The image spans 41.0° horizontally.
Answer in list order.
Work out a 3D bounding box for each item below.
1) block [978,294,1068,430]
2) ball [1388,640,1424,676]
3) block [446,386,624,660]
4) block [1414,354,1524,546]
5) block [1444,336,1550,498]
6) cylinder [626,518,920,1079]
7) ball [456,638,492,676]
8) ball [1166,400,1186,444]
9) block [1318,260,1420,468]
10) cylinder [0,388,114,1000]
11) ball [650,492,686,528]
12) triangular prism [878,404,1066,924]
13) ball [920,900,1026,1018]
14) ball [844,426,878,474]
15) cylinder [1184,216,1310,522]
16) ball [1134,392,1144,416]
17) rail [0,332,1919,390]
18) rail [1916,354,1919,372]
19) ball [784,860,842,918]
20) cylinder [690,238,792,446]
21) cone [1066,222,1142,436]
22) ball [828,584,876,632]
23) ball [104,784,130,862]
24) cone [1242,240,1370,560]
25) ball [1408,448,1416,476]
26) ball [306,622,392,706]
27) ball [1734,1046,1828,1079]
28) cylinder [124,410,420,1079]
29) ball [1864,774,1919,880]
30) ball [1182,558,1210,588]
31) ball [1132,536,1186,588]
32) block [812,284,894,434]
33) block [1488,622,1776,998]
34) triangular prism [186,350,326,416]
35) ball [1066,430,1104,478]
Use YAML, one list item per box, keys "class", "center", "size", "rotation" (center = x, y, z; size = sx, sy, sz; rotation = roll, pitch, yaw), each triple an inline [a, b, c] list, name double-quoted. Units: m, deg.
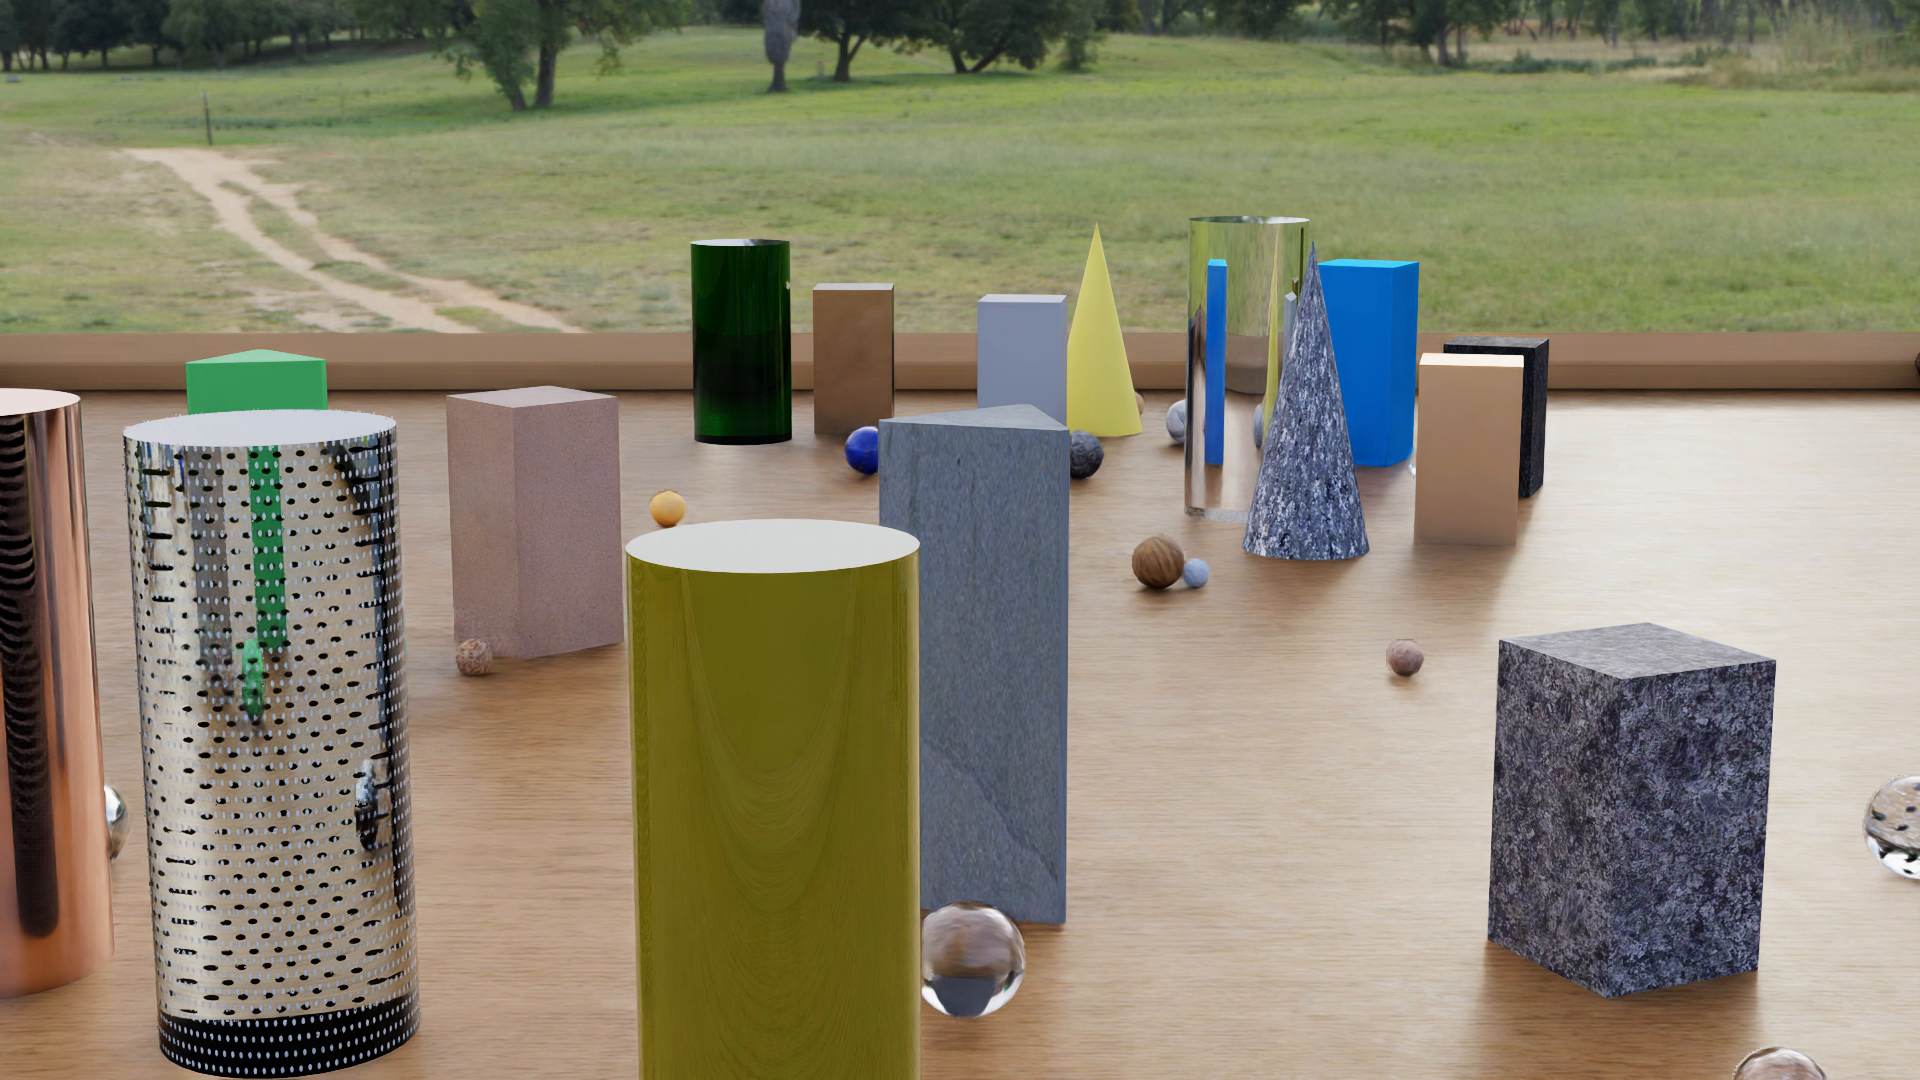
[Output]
- class: "block"
  center: [0.119, -0.313, 4.861]
  size: [0.155, 0.290, 0.155]
  rotation: [1, 11, 7]
- class: "ball"
  center: [0.537, 0.142, 3.090]
  size: [0.043, 0.043, 0.043]
  rotation: [0, 11, 0]
- class: "block"
  center: [-0.538, -0.026, 3.251]
  size: [0.155, 0.314, 0.155]
  rotation: [-9, 14, -41]
- class: "block"
  center: [0.792, -0.143, 3.991]
  size: [0.155, 0.275, 0.155]
  rotation: [2, 11, 12]
- class: "block"
  center: [0.923, -0.216, 4.433]
  size: [0.155, 0.256, 0.155]
  rotation: [4, 11, 21]
- class: "cylinder"
  center: [-0.123, 0.207, 1.725]
  size: [0.193, 0.414, 0.193]
  rotation: [0, 11, 0]
- class: "ball"
  center: [-0.586, 0.141, 3.092]
  size: [0.044, 0.044, 0.044]
  rotation: [0, 11, 0]
- class: "ball"
  center: [0.441, -0.229, 4.967]
  size: [0.087, 0.087, 0.087]
  rotation: [0, 11, 0]
- class: "block"
  center: [0.747, -0.331, 4.758]
  size: [0.155, 0.364, 0.155]
  rotation: [5, 12, 27]
- class: "cylinder"
  center: [-0.796, 0.119, 2.066]
  size: [0.193, 0.462, 0.193]
  rotation: [0, 11, 0]
- class: "ball"
  center: [-0.464, -0.049, 4.079]
  size: [0.057, 0.057, 0.057]
  rotation: [0, 11, 0]
- class: "triangular prism"
  center: [0.034, 0.101, 2.257]
  size: [0.167, 0.427, 0.145]
  rotation: [4, 11, 20]
- class: "ball"
  center: [0.006, 0.324, 1.982]
  size: [0.091, 0.091, 0.091]
  rotation: [0, 11, 0]
- class: "ball"
  center: [-0.164, -0.161, 4.602]
  size: [0.086, 0.086, 0.086]
  rotation: [0, 11, 0]
- class: "cylinder"
  center: [0.464, -0.280, 4.169]
  size: [0.193, 0.478, 0.193]
  rotation: [0, 11, 0]
- class: "ball"
  center: [0.349, -0.276, 5.283]
  size: [0.064, 0.064, 0.064]
  rotation: [0, 11, 0]
- class: "rail"
  center: [-0.014, -0.401, 5.781]
  size: [4.416, 0.125, 0.045]
  rotation: [0, 11, 0]
- class: "rail"
  center: [2.184, 0.030, 3.461]
  size: [0.045, 0.125, 4.792]
  rotation: [0, 11, 0]
- class: "ball"
  center: [-0.127, 0.301, 2.214]
  size: [0.050, 0.050, 0.050]
  rotation: [0, 11, 0]
- class: "cylinder"
  center: [-0.427, -0.389, 5.015]
  size: [0.193, 0.384, 0.193]
  rotation: [0, 11, 0]
- class: "cone"
  center: [0.271, -0.427, 5.127]
  size: [0.193, 0.417, 0.193]
  rotation: [0, 11, 0]
- class: "ball"
  center: [-0.140, 0.089, 3.323]
  size: [0.062, 0.062, 0.062]
  rotation: [0, 11, 0]
- class: "ball"
  center: [-0.802, 0.260, 2.338]
  size: [0.086, 0.086, 0.086]
  rotation: [0, 11, 0]
- class: "cone"
  center: [0.526, -0.219, 3.865]
  size: [0.193, 0.469, 0.193]
  rotation: [0, 11, 0]
- class: "ball"
  center: [0.825, -0.137, 4.536]
  size: [0.063, 0.063, 0.063]
  rotation: [0, 11, 0]
- class: "ball"
  center: [-0.701, 0.142, 2.945]
  size: [0.097, 0.097, 0.097]
  rotation: [0, 11, 0]
- class: "ball"
  center: [0.561, 0.379, 1.751]
  size: [0.066, 0.066, 0.066]
  rotation: [0, 11, 0]
- class: "cylinder"
  center: [-0.510, 0.146, 1.916]
  size: [0.193, 0.464, 0.193]
  rotation: [0, 11, 0]
- class: "ball"
  center: [0.867, 0.259, 2.319]
  size: [0.094, 0.094, 0.094]
  rotation: [0, 11, 0]
- class: "ball"
  center: [0.332, 0.047, 3.610]
  size: [0.040, 0.040, 0.040]
  rotation: [0, 11, 0]
- class: "ball"
  center: [0.278, 0.031, 3.597]
  size: [0.075, 0.075, 0.075]
  rotation: [0, 11, 0]
- class: "block"
  center: [-0.212, -0.367, 5.164]
  size: [0.155, 0.286, 0.155]
  rotation: [0, 11, 1]
- class: "block"
  center: [0.547, 0.216, 2.102]
  size: [0.155, 0.259, 0.155]
  rotation: [-5, 12, -25]
- class: "triangular prism"
  center: [-0.903, -0.062, 3.331]
  size: [0.167, 0.357, 0.145]
  rotation: [-2, 11, -12]
- class: "ball"
  center: [0.212, -0.151, 4.551]
  size: [0.085, 0.085, 0.085]
  rotation: [0, 11, 0]
